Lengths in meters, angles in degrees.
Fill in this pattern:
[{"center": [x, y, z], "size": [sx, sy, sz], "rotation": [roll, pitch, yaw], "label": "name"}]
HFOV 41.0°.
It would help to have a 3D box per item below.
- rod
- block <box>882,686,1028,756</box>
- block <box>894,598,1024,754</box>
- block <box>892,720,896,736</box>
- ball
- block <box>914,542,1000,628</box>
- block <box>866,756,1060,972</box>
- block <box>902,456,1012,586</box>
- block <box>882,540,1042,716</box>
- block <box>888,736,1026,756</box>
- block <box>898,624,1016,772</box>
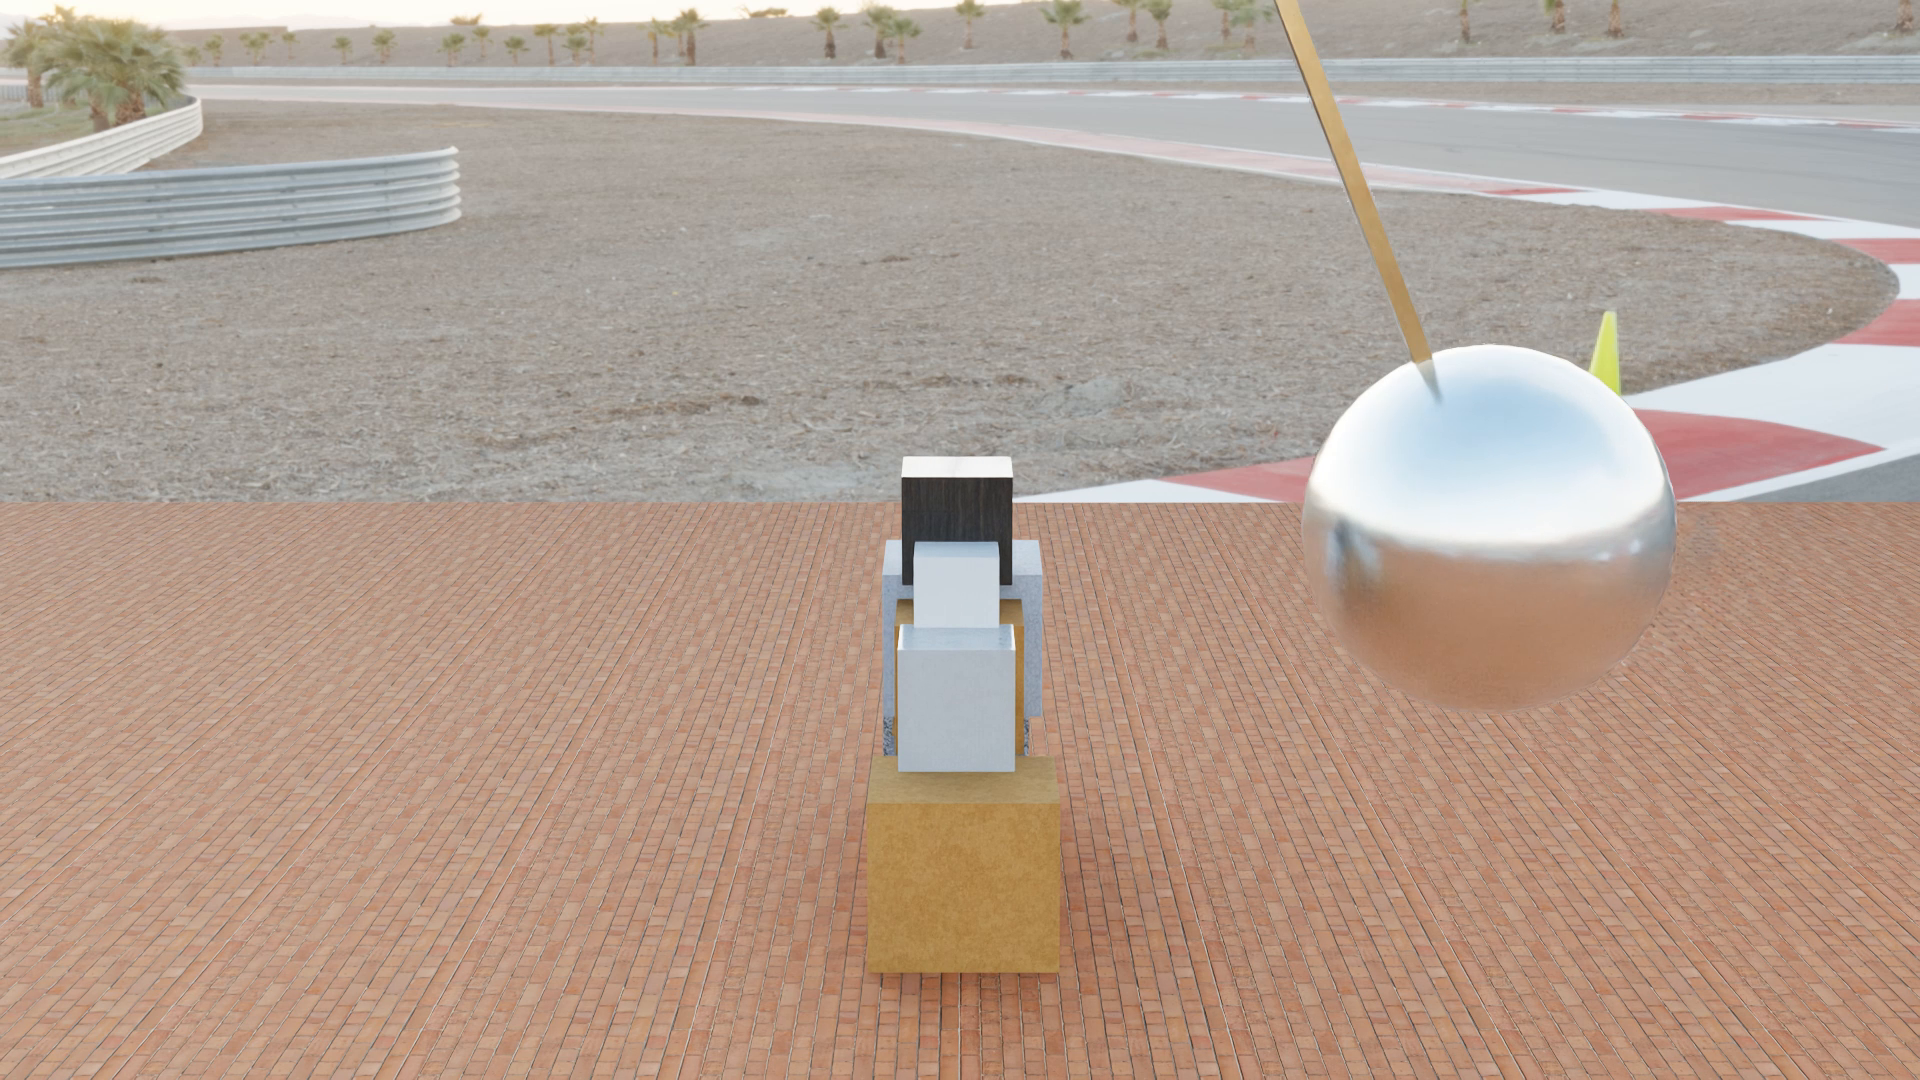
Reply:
[{"center": [0.994, -3.140, 10.609], "size": [0.080, 5.200, 0.080], "rotation": [-22, 10, 4], "label": "rod"}, {"center": [-0.019, 0.965, 12.346], "size": [0.682, 0.685, 0.690], "rotation": [0, 10, 0], "label": "block"}, {"center": [-0.003, 0.591, 11.187], "size": [0.550, 0.567, 0.515], "rotation": [0, 12, 0], "label": "block"}, {"center": [-0.009, 1.109, 11.689], "size": [0.586, 0.636, 0.633], "rotation": [0, 10, 0], "label": "block"}, {"center": [2.295, -0.049, 11.171], "size": [1.600, 1.600, 1.600], "rotation": [0, 10, 0], "label": "ball"}, {"center": [-0.015, 0.189, 10.960], "size": [0.359, 0.301, 0.383], "rotation": [0, 10, 0], "label": "block"}, {"center": [0.014, 1.307, 10.439], "size": [0.757, 0.693, 0.712], "rotation": [0, 10, 0], "label": "block"}, {"center": [-0.012, -0.088, 11.333], "size": [0.480, 0.482, 0.438], "rotation": [0, 13, 0], "label": "block"}, {"center": [0.011, 0.396, 11.758], "size": [0.711, 0.657, 0.671], "rotation": [0, 13, 0], "label": "block"}, {"center": [-0.013, 1.223, 11.087], "size": [0.583, 0.628, 0.573], "rotation": [0, 10, 0], "label": "block"}, {"center": [-0.014, 0.652, 10.678], "size": [0.477, 0.510, 0.493], "rotation": [0, 10, 0], "label": "block"}]
